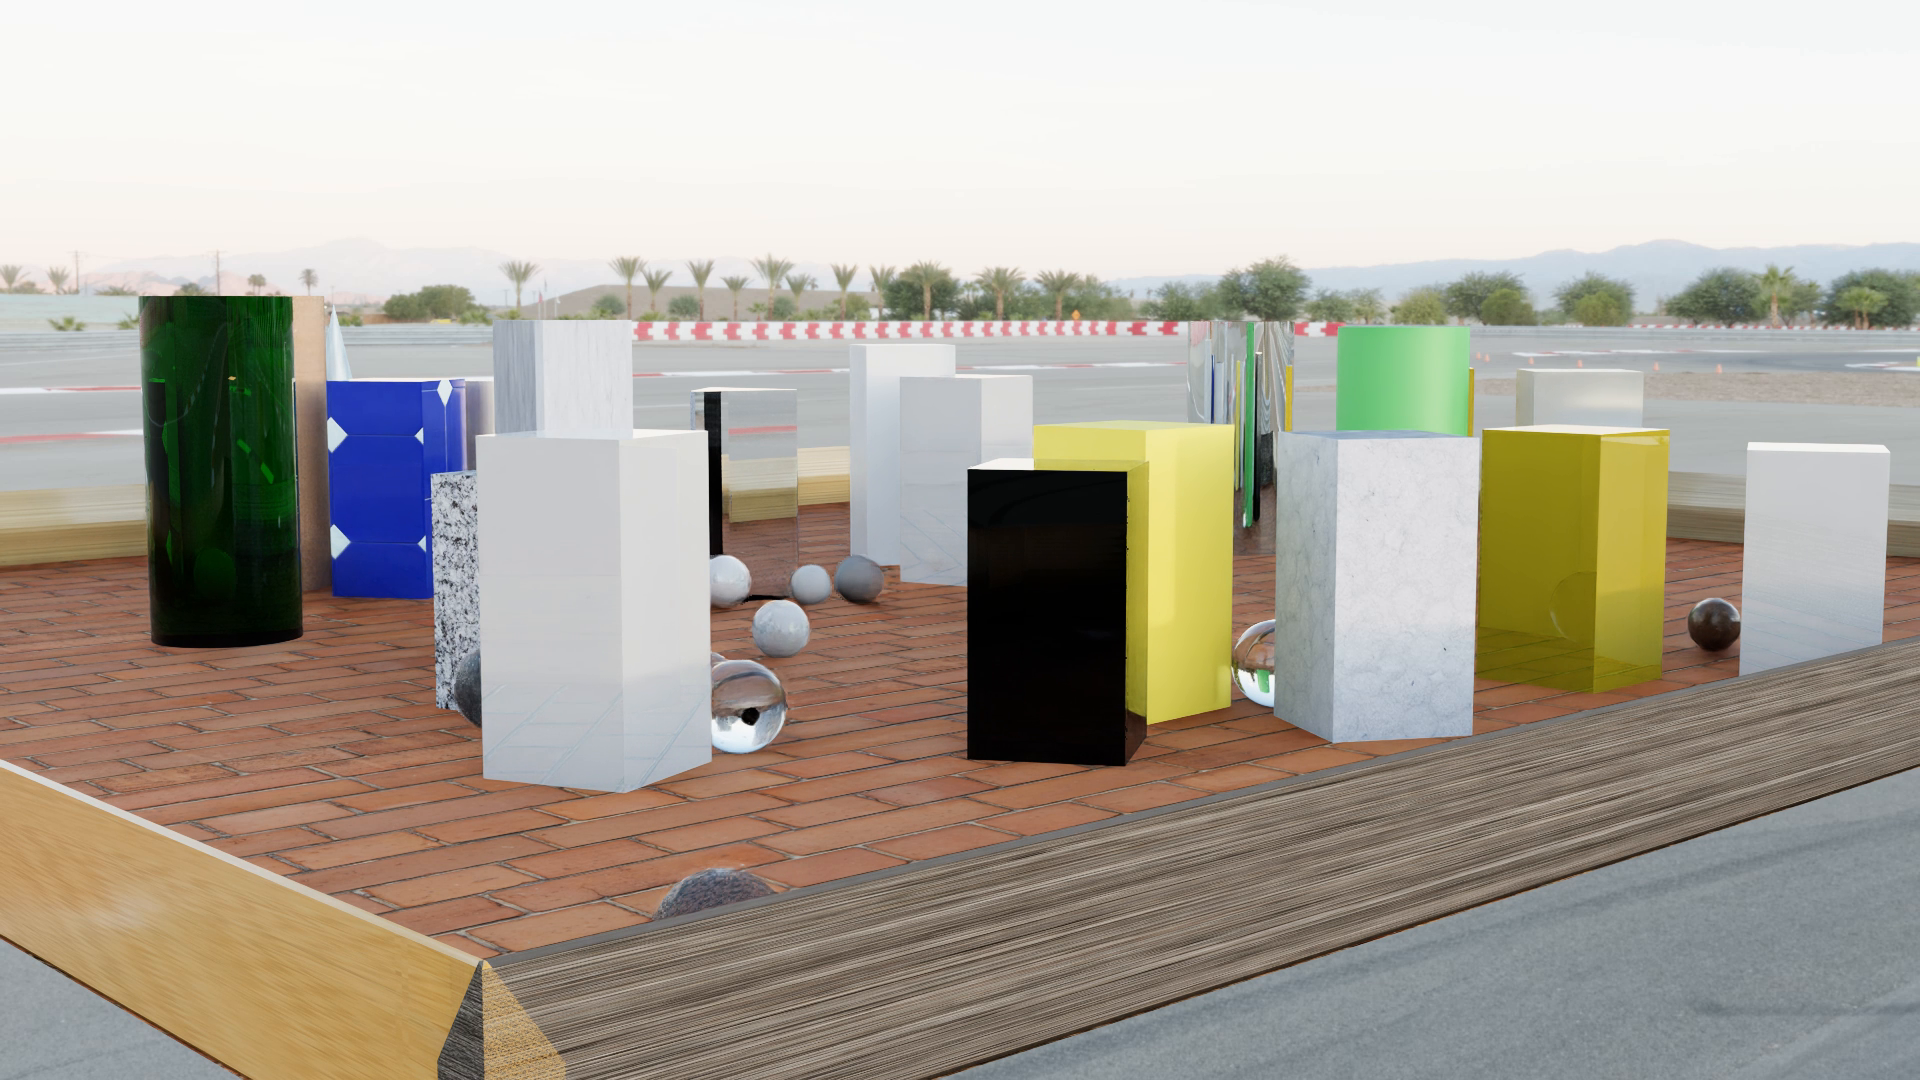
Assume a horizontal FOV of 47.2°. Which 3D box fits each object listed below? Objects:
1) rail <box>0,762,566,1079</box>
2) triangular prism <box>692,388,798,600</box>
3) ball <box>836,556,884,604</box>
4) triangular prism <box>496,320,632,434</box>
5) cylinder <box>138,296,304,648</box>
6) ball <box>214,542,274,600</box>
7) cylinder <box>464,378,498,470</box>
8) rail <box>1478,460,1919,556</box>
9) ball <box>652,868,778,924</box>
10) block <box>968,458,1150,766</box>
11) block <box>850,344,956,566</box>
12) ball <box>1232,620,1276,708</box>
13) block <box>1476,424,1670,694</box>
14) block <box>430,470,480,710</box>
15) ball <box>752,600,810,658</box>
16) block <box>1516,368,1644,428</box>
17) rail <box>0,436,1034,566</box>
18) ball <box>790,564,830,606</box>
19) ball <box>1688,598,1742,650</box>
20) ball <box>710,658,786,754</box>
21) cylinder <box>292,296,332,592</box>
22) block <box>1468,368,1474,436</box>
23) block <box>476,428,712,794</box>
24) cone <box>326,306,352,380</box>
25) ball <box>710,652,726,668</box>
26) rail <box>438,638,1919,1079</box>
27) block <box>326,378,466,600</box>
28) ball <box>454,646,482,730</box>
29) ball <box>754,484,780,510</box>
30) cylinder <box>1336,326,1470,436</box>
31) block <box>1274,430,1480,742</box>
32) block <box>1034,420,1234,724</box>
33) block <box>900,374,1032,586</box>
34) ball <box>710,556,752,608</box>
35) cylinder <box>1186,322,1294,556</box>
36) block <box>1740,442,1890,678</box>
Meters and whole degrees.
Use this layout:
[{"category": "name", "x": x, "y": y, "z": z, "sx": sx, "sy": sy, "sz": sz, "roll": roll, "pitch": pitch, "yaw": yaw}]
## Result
[{"category": "rail", "x": -1.240, "y": 0.152, "z": 2.193, "sx": 0.045, "sy": 0.129, "sz": 3.027, "roll": -5, "pitch": 8, "yaw": -42}, {"category": "triangular prism", "x": -0.360, "y": -0.074, "z": 3.437, "sx": 0.171, "sy": 0.323, "sz": 0.148, "roll": -3, "pitch": 7, "yaw": -26}, {"category": "ball", "x": -0.153, "y": 0.061, "z": 3.348, "sx": 0.073, "sy": 0.073, "sz": 0.073, "roll": 0, "pitch": 6, "yaw": 0}, {"category": "triangular prism", "x": -0.522, "y": -0.058, "z": 2.753, "sx": 0.148, "sy": 0.433, "sz": 0.171, "roll": 4, "pitch": 7, "yaw": 31}, {"category": "cylinder", "x": -1.001, "y": -0.097, "z": 2.982, "sx": 0.198, "sy": 0.463, "sz": 0.198, "roll": 0, "pitch": 6, "yaw": 0}, {"category": "ball", "x": -1.107, "y": 0.047, "z": 3.398, "sx": 0.090, "sy": 0.090, "sz": 0.090, "roll": 0, "pitch": 6, "yaw": 0}, {"category": "cylinder", "x": -0.763, "y": -0.106, "z": 3.710, "sx": 0.198, "sy": 0.330, "sz": 0.198, "roll": 0, "pitch": 6, "yaw": 0}, {"category": "rail", "x": 1.240, "y": -0.085, "z": 4.470, "sx": 0.045, "sy": 0.129, "sz": 3.027, "roll": -5, "pitch": 8, "yaw": -42}, {"category": "ball", "x": -0.153, "y": 0.255, "z": 1.409, "sx": 0.089, "sy": 0.089, "sz": 0.089, "roll": 0, "pitch": 6, "yaw": 0}, {"category": "block", "x": 0.102, "y": 0.068, "z": 2.233, "sx": 0.158, "sy": 0.290, "sz": 0.158, "roll": 1, "pitch": 6, "yaw": 13}, {"category": "block", "x": -0.104, "y": -0.156, "z": 3.923, "sx": 0.158, "sy": 0.384, "sz": 0.158, "roll": -1, "pitch": 6, "yaw": -14}, {"category": "ball", "x": 0.355, "y": 0.139, "z": 2.474, "sx": 0.099, "sy": 0.099, "sz": 0.099, "roll": 0, "pitch": 6, "yaw": 0}, {"category": "block", "x": 0.740, "y": 0.017, "z": 2.659, "sx": 0.158, "sy": 0.302, "sz": 0.158, "roll": -6, "pitch": 8, "yaw": -44}, {"category": "block", "x": -0.480, "y": 0.055, "z": 2.488, "sx": 0.158, "sy": 0.264, "sz": 0.158, "roll": 3, "pitch": 7, "yaw": 30}, {"category": "ball", "x": -0.231, "y": 0.114, "z": 2.828, "sx": 0.075, "sy": 0.075, "sz": 0.075, "roll": 0, "pitch": 6, "yaw": 0}, {"category": "block", "x": 0.939, "y": -0.081, "z": 3.354, "sx": 0.158, "sy": 0.354, "sz": 0.158, "roll": 0, "pitch": 6, "yaw": 5}, {"category": "rail", "x": -1.010, "y": -0.080, "z": 4.421, "sx": 3.423, "sy": 0.129, "sz": 0.045, "roll": -5, "pitch": 8, "yaw": -42}, {"category": "ball", "x": -0.227, "y": 0.068, "z": 3.333, "sx": 0.062, "sy": 0.062, "sz": 0.062, "roll": 0, "pitch": 6, "yaw": 0}, {"category": "ball", "x": 0.991, "y": 0.111, "z": 2.890, "sx": 0.068, "sy": 0.068, "sz": 0.068, "roll": 0, "pitch": 6, "yaw": 0}, {"category": "ball", "x": -0.222, "y": 0.168, "z": 2.216, "sx": 0.095, "sy": 0.095, "sz": 0.095, "roll": 0, "pitch": 6, "yaw": 0}, {"category": "cylinder", "x": -1.120, "y": -0.158, "z": 3.542, "sx": 0.198, "sy": 0.468, "sz": 0.198, "roll": 0, "pitch": 6, "yaw": 0}, {"category": "block", "x": 0.894, "y": -0.164, "z": 4.232, "sx": 0.158, "sy": 0.336, "sz": 0.158, "roll": 1, "pitch": 6, "yaw": 5}, {"category": "block", "x": -0.350, "y": 0.061, "z": 2.122, "sx": 0.158, "sy": 0.327, "sz": 0.158, "roll": 3, "pitch": 7, "yaw": 24}, {"category": "cone", "x": -1.087, "y": -0.184, "z": 3.840, "sx": 0.198, "sy": 0.457, "sz": 0.198, "roll": 0, "pitch": 6, "yaw": 0}, {"category": "ball", "x": -0.286, "y": 0.157, "z": 2.499, "sx": 0.058, "sy": 0.058, "sz": 0.058, "roll": 0, "pitch": 6, "yaw": 0}, {"category": "rail", "x": 1.010, "y": 0.147, "z": 2.243, "sx": 3.423, "sy": 0.129, "sz": 0.045, "roll": -5, "pitch": 8, "yaw": -42}, {"category": "block", "x": -0.887, "y": -0.085, "z": 3.479, "sx": 0.158, "sy": 0.336, "sz": 0.158, "roll": 1, "pitch": 6, "yaw": 11}, {"category": "ball", "x": -0.484, "y": 0.156, "z": 2.321, "sx": 0.098, "sy": 0.098, "sz": 0.098, "roll": 0, "pitch": 6, "yaw": 0}, {"category": "ball", "x": -0.431, "y": -0.096, "z": 4.904, "sx": 0.062, "sy": 0.062, "sz": 0.062, "roll": 0, "pitch": 6, "yaw": 0}, {"category": "cylinder", "x": 0.675, "y": -0.116, "z": 3.368, "sx": 0.198, "sy": 0.420, "sz": 0.198, "roll": 0, "pitch": 6, "yaw": 0}, {"category": "block", "x": 0.442, "y": 0.044, "z": 2.353, "sx": 0.158, "sy": 0.313, "sz": 0.158, "roll": -2, "pitch": 6, "yaw": -14}, {"category": "block", "x": 0.194, "y": 0.030, "z": 2.461, "sx": 0.158, "sy": 0.318, "sz": 0.158, "roll": 6, "pitch": 8, "yaw": 43}, {"category": "block", "x": 0.011, "y": -0.102, "z": 3.634, "sx": 0.158, "sy": 0.337, "sz": 0.158, "roll": 4, "pitch": 7, "yaw": 33}, {"category": "ball", "x": -0.352, "y": 0.063, "z": 3.294, "sx": 0.079, "sy": 0.079, "sz": 0.079, "roll": 0, "pitch": 6, "yaw": 0}, {"category": "cylinder", "x": 0.519, "y": -0.193, "z": 4.086, "sx": 0.198, "sy": 0.424, "sz": 0.198, "roll": 0, "pitch": 6, "yaw": 0}, {"category": "block", "x": 1.047, "y": 0.025, "z": 2.702, "sx": 0.158, "sy": 0.278, "sz": 0.158, "roll": 2, "pitch": 6, "yaw": 20}]
